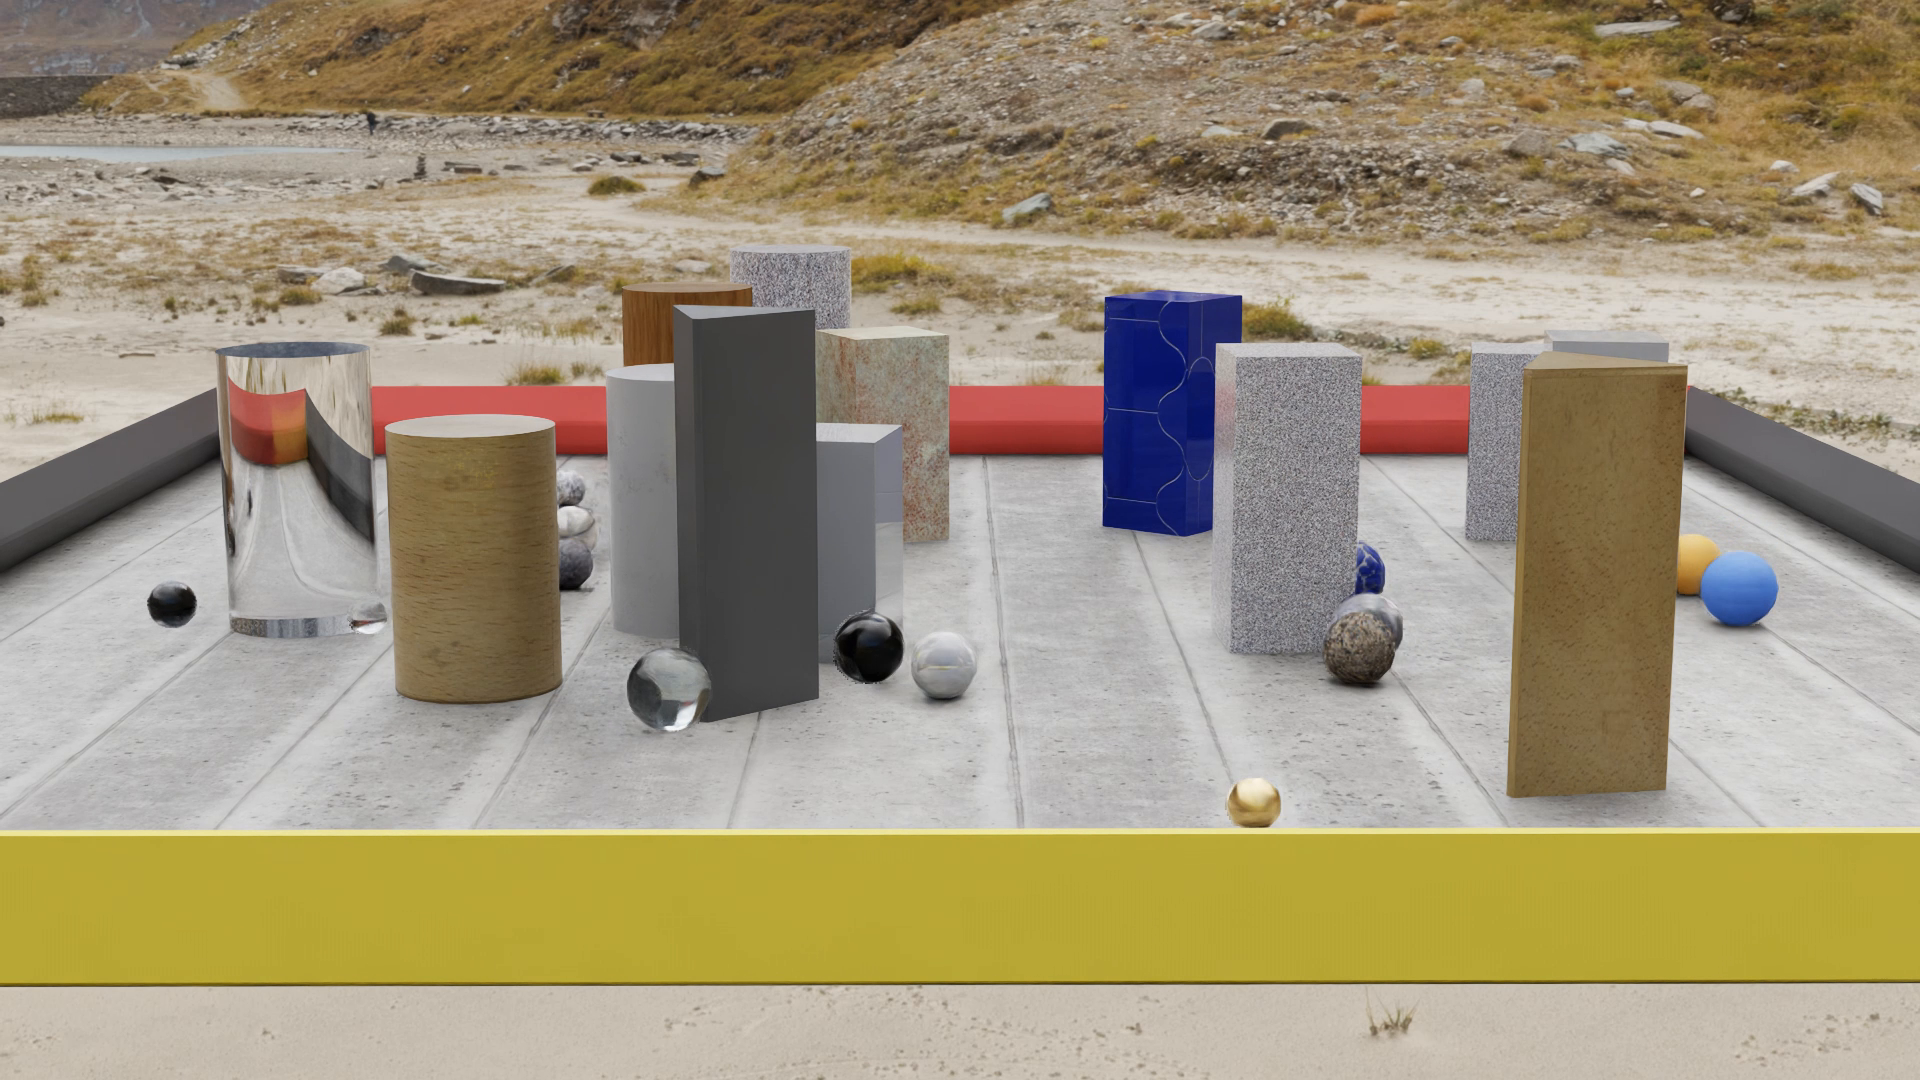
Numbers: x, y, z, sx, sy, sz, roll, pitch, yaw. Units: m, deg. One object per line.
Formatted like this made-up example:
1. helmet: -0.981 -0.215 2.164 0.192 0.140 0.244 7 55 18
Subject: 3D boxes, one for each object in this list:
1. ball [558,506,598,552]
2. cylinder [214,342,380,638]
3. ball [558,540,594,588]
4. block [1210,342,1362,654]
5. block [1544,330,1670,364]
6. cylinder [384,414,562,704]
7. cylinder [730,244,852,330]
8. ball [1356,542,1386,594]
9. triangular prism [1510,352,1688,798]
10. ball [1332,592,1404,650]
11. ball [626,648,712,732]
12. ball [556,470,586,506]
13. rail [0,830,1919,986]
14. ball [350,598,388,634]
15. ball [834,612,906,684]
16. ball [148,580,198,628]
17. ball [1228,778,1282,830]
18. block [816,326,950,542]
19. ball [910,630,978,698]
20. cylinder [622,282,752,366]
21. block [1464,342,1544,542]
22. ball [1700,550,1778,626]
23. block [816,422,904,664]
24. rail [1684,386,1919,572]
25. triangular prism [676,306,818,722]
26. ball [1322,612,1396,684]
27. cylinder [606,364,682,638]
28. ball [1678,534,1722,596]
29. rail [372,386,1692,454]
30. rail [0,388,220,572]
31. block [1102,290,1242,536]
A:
1. ball: -0.579 -0.010 3.816 0.081 0.081 0.081 0 11 0
2. cylinder: -0.865 -0.069 3.362 0.196 0.362 0.196 0 11 0
3. ball: -0.551 0.033 3.611 0.069 0.069 0.069 0 11 0
4. block: 0.412 -0.056 3.261 0.157 0.373 0.157 -1 11 -3
5. block: 0.911 -0.117 3.653 0.157 0.349 0.157 2 11 8
6. cylinder: -0.572 0.019 3.025 0.196 0.311 0.196 0 11 0
7. cylinder: -0.273 -0.255 4.165 0.196 0.434 0.196 0 11 0
8. ball: 0.527 0.048 3.464 0.095 0.095 0.095 0 11 0
9. triangular prism: 0.624 0.030 2.631 0.170 0.433 0.147 -2 11 -10
10. ball: 0.502 0.108 3.156 0.088 0.088 0.088 0 11 0
11. ball: -0.322 0.165 2.835 0.093 0.093 0.093 0 11 0
12. ball: -0.654 -0.086 4.271 0.063 0.063 0.063 0 11 0
13. rail: 0.008 0.289 2.067 2.785 0.127 0.045 0 11 0
14. ball: -0.766 0.098 3.321 0.048 0.048 0.048 0 11 0
15. ball: -0.108 0.129 3.055 0.085 0.085 0.085 0 11 0
16. ball: -1.030 0.084 3.355 0.063 0.063 0.063 0 11 0
17. ball: 0.284 0.254 2.468 0.052 0.052 0.052 0 11 0
18. block: -0.121 -0.165 3.997 0.157 0.318 0.157 -5 12 -26
19. ball: -0.019 0.145 2.983 0.079 0.079 0.079 0 11 0
20. cylinder: -0.412 -0.188 3.908 0.196 0.396 0.196 0 11 0
21. block: 0.876 -0.155 4.019 0.157 0.291 0.157 2 11 10
22. ball: 1.024 0.063 3.371 0.098 0.098 0.098 0 11 0
23. block: -0.165 0.001 3.215 0.157 0.276 0.157 2 11 11
24. rail: 1.369 0.031 3.457 0.045 0.127 2.858 0 11 0
25. triangular prism: -0.277 -0.038 2.945 0.170 0.453 0.147 -10 14 -43
26. ball: 0.475 0.128 3.053 0.086 0.086 0.086 0 11 0
27. cylinder: -0.362 -0.055 3.365 0.196 0.333 0.196 0 11 0
28. ball: 1.016 0.034 3.564 0.085 0.085 0.085 0 11 0
29. rail: -0.008 -0.223 4.831 2.785 0.127 0.045 0 11 0
30. rail: -1.369 0.034 3.441 0.045 0.127 2.858 0 11 0
31. block: 0.337 -0.205 4.081 0.157 0.366 0.157 8 13 37
